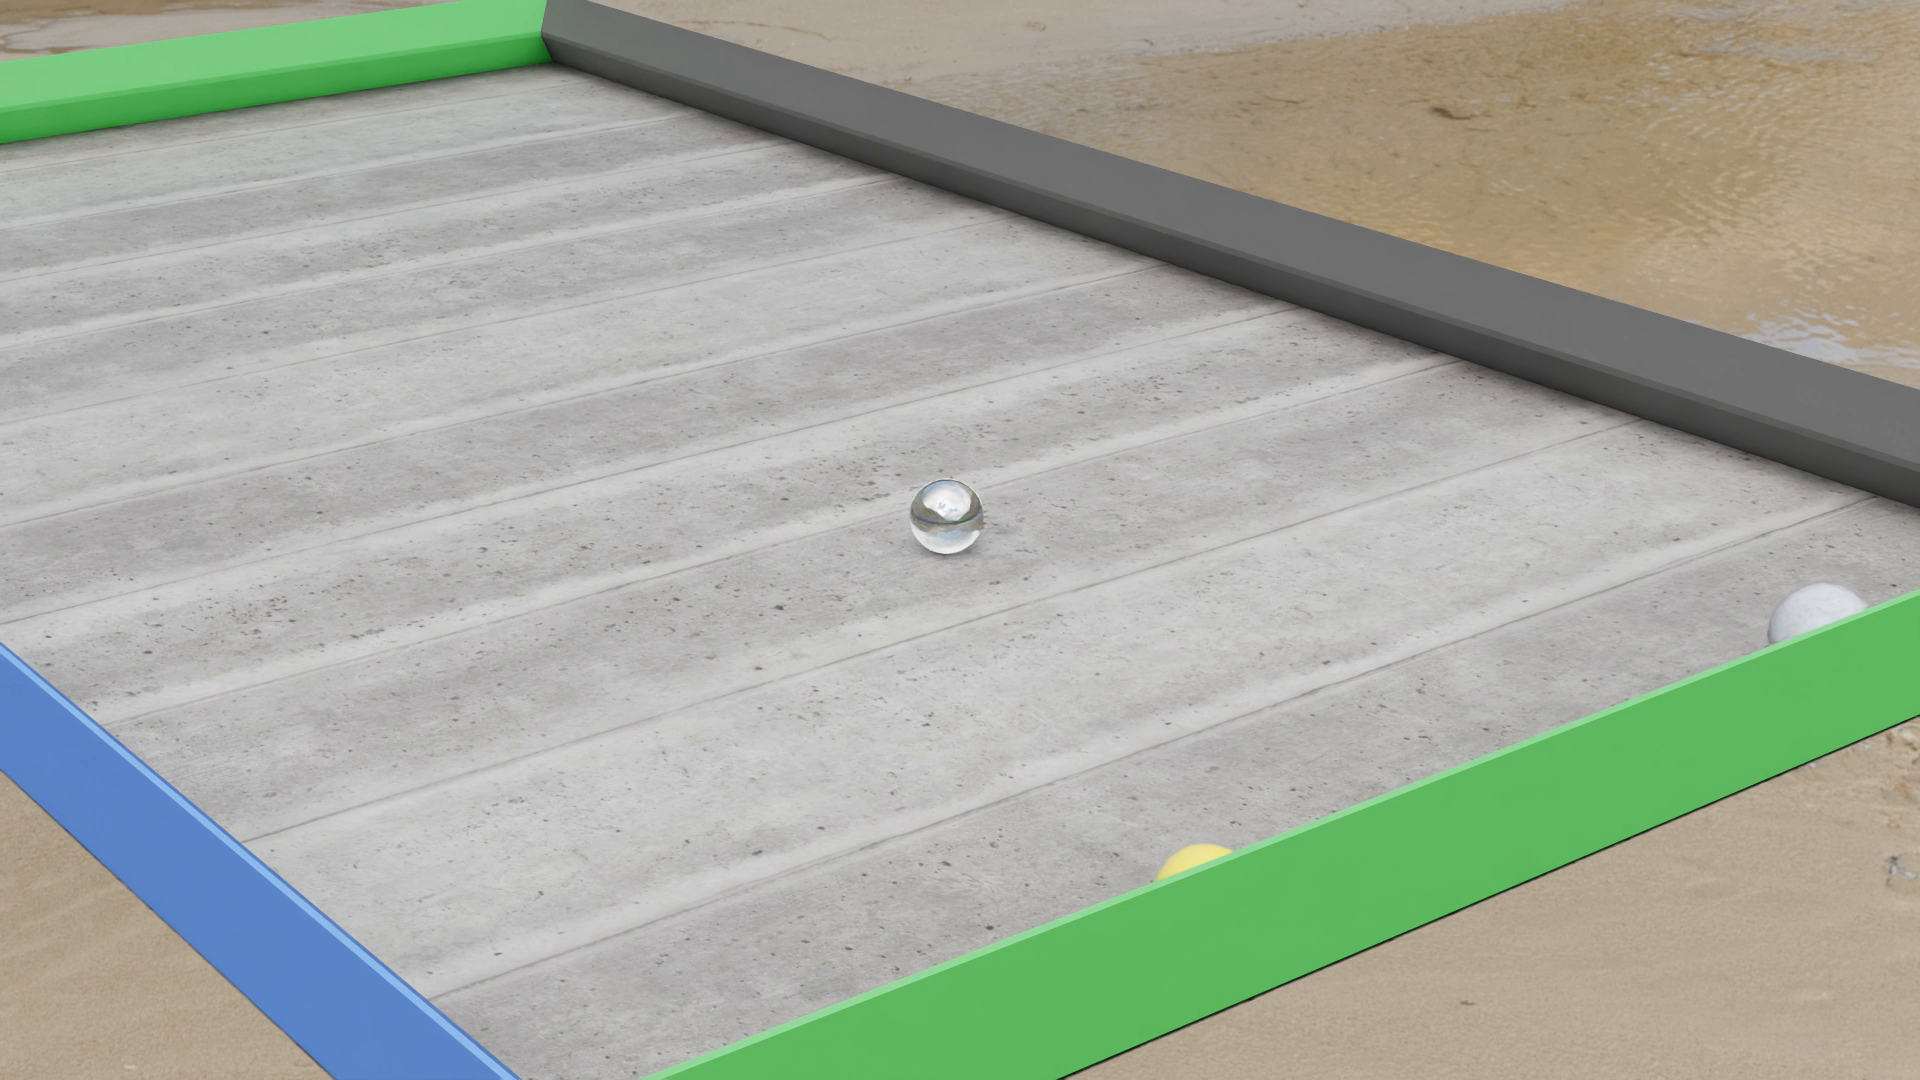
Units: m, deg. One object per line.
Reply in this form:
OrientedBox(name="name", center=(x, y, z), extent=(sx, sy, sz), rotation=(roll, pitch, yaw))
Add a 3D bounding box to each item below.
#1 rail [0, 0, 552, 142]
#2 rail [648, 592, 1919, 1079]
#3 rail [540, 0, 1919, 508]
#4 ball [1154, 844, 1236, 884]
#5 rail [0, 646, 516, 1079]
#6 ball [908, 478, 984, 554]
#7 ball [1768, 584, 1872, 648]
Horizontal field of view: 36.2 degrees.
OrientedBox(name="rail", center=(-1.257, -0.609, 4.066), extent=(1.619, 0.110, 0.045), rotation=(-16, 26, -35))
OrientedBox(name="rail", center=(0.409, 0.171, 2.061), extent=(1.619, 0.110, 0.045), rotation=(-16, 26, -35))
OrientedBox(name="rail", center=(0.198, -0.393, 3.512), extent=(0.045, 0.110, 2.769), rotation=(-16, 26, -35))
OrientedBox(name="ball", center=(0.163, 0.236, 1.952), extent=(0.070, 0.070, 0.070), rotation=(0, 21, 0))
OrientedBox(name="rail", center=(-1.045, -0.044, 2.615), extent=(0.045, 0.110, 2.769), rotation=(-16, 26, -35))
OrientedBox(name="ball", center=(-0.012, -0.021, 2.617), extent=(0.067, 0.067, 0.067), rotation=(0, 21, 0))
OrientedBox(name="ball", center=(0.687, 0.077, 2.341), extent=(0.085, 0.085, 0.085), rotation=(0, 21, 0))
